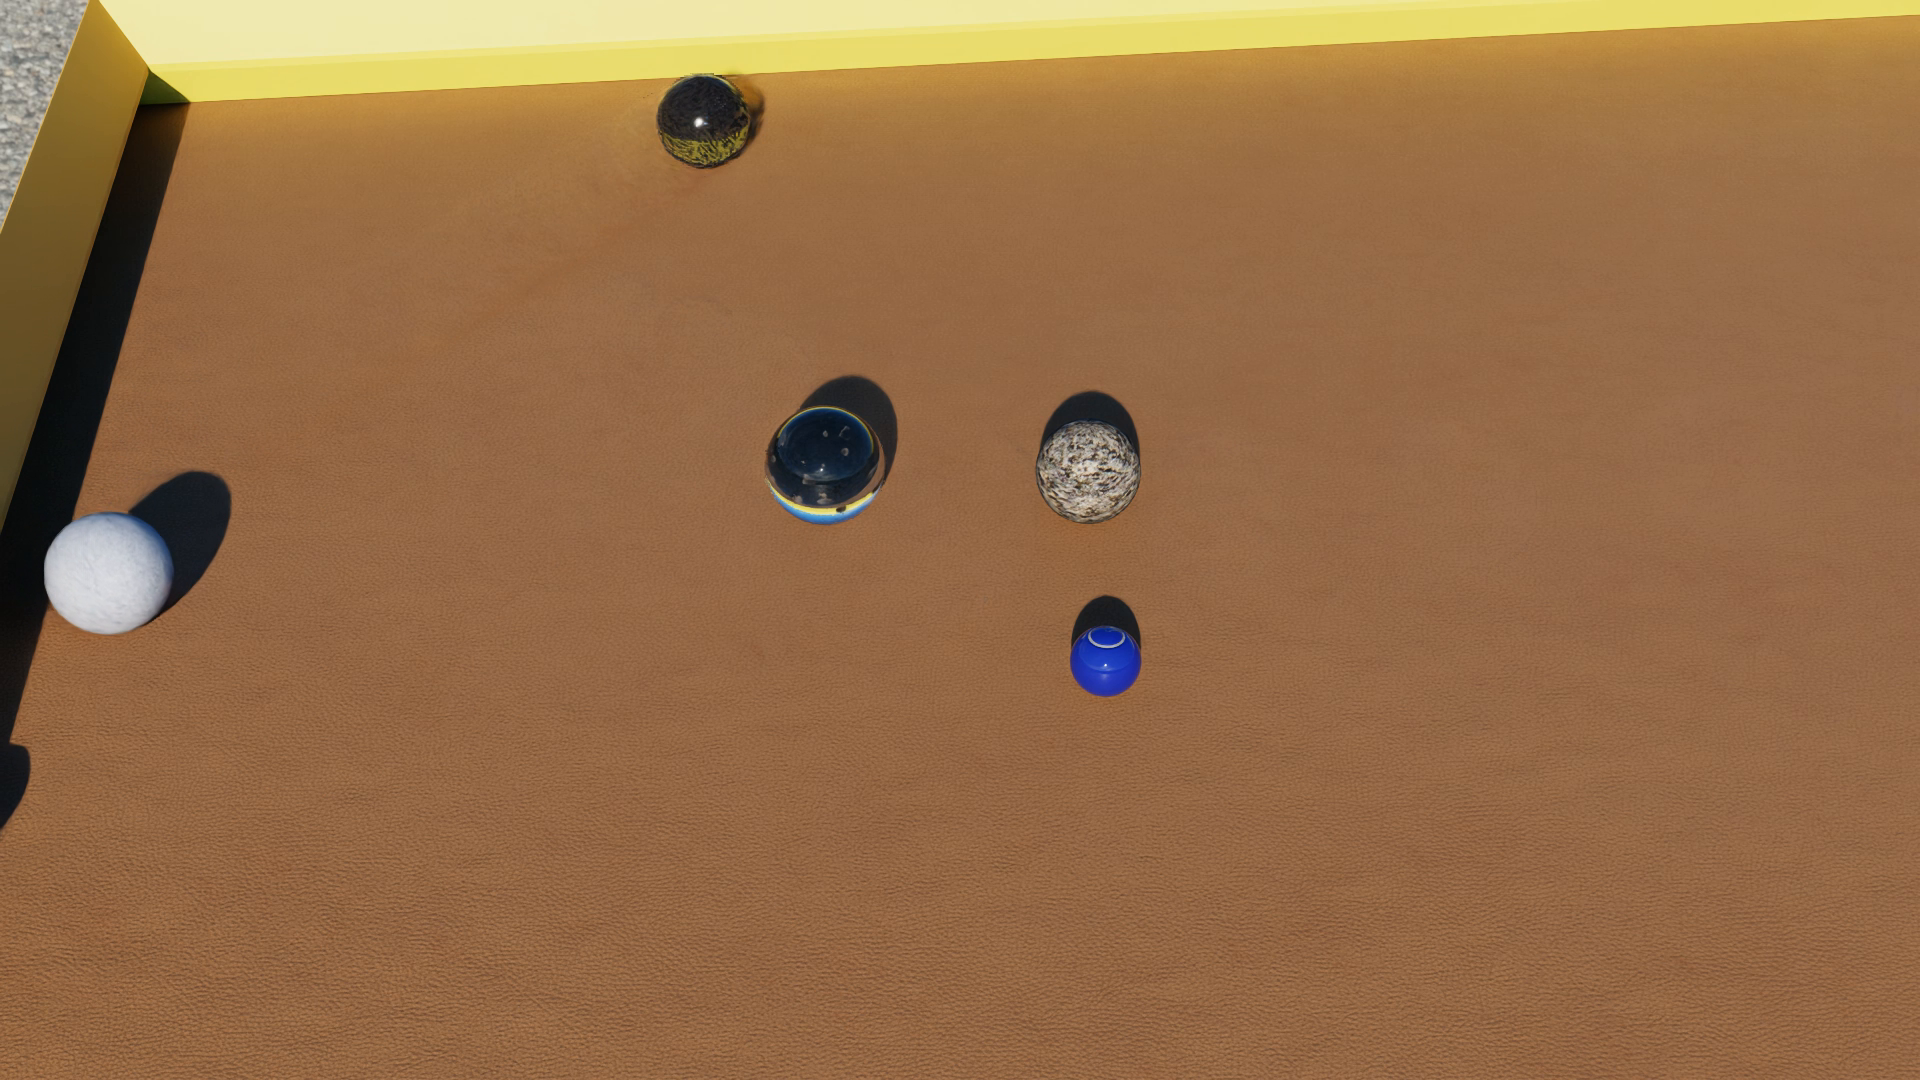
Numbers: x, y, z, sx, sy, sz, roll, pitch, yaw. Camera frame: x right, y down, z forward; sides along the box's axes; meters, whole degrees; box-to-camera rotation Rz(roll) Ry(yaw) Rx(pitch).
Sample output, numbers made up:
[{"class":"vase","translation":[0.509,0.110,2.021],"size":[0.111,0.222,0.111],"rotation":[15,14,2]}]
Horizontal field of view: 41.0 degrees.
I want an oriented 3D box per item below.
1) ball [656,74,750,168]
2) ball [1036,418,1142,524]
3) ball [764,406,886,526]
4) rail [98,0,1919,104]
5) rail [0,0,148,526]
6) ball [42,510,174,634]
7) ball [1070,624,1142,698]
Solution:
[{"class":"ball","translation":[-0.221,-0.359,2.200],"size":[0.080,0.080,0.080],"rotation":[0,36,0]},{"class":"ball","translation":[0.089,-0.048,1.772],"size":[0.073,0.073,0.073],"rotation":[0,36,0]},{"class":"ball","translation":[-0.093,-0.052,1.770],"size":[0.083,0.083,0.083],"rotation":[0,36,0]},{"class":"rail","translation":[0.579,-0.515,2.393],"size":[2.698,0.108,0.045],"rotation":[-4,36,-5]},{"class":"rail","translation":[-0.646,0.026,1.638],"size":[0.045,0.108,1.607],"rotation":[-4,36,-5]},{"class":"ball","translation":[-0.554,0.021,1.670],"size":[0.081,0.081,0.081],"rotation":[0,36,0]},{"class":"ball","translation":[0.092,0.077,1.623],"size":[0.046,0.046,0.046],"rotation":[0,36,0]}]
